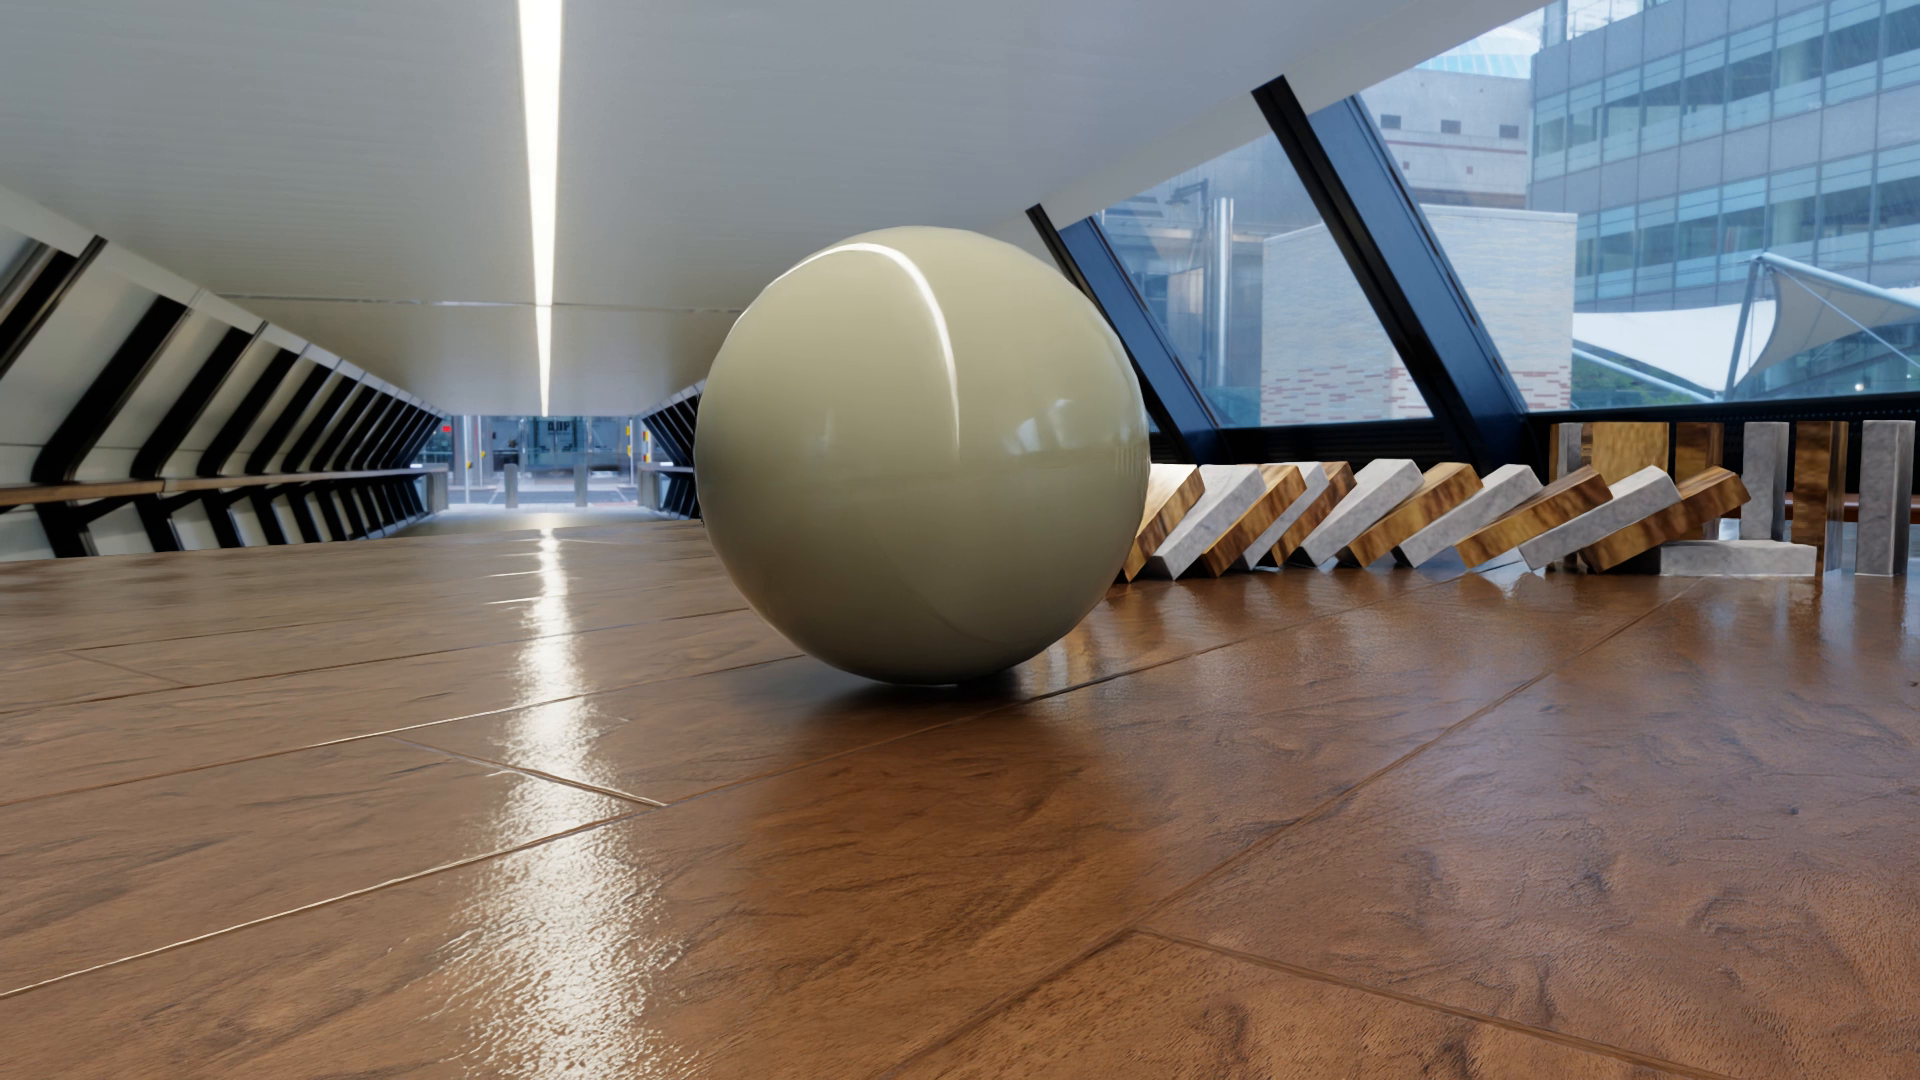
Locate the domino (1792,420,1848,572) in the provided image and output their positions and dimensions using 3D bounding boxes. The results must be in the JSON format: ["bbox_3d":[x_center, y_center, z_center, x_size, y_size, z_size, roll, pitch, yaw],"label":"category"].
[{"bbox_3d":[0.291,-0.015,0.435,0.025,0.050,0.009,-4,6,-44],"label":"domino"}]

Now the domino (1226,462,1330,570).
[{"bbox_3d":[0.102,-0.009,0.442,0.050,0.010,0.025,-42,24,-28],"label":"domino"}]

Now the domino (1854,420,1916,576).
[{"bbox_3d":[0.304,-0.014,0.421,0.025,0.050,0.009,-4,6,-43],"label":"domino"}]

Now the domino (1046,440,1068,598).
[{"bbox_3d":[0.018,-0.007,0.367,0.025,0.050,0.010,0,-38,6],"label":"domino"}]

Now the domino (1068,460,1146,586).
[{"bbox_3d":[0.039,-0.006,0.400,0.025,0.010,0.050,1,41,28],"label":"domino"}]

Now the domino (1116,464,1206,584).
[{"bbox_3d":[0.055,-0.006,0.412,0.025,0.010,0.050,4,40,44],"label":"domino"}]

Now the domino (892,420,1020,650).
[{"bbox_3d":[0.000,-0.002,0.274,0.025,0.050,0.009,0,-27,4],"label":"domino"}]

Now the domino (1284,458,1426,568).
[{"bbox_3d":[0.137,-0.010,0.453,0.050,0.010,0.025,-37,10,-7],"label":"domino"}]

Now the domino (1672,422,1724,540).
[{"bbox_3d":[0.265,-0.017,0.460,0.009,0.050,0.025,4,6,42],"label":"domino"}]

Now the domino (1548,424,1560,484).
[{"bbox_3d":[0.234,-0.018,0.478,0.009,0.050,0.025,-3,5,-33],"label":"domino"}]

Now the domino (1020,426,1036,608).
[{"bbox_3d":[0.007,-0.007,0.341,0.025,0.050,0.009,0,-29,6],"label":"domino"}]

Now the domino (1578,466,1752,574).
[{"bbox_3d":[0.230,-0.007,0.423,0.050,0.010,0.025,-30,0,19],"label":"domino"}]

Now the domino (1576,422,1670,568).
[{"bbox_3d":[0.229,-0.016,0.444,0.025,0.050,0.010,0,4,5],"label":"domino"}]

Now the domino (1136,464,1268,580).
[{"bbox_3d":[0.075,-0.007,0.419,0.050,0.009,0.025,-40,24,-25],"label":"domino"}]

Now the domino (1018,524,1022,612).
[{"bbox_3d":[0.003,-0.006,0.330,0.025,0.050,0.010,-1,-29,4],"label":"domino"}]

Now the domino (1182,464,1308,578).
[{"bbox_3d":[0.090,-0.007,0.427,0.050,0.009,0.025,-40,24,-25],"label":"domino"}]

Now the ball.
[{"bbox_3d":[-0.006,-0.015,0.227,0.080,0.080,0.080,0,4,0],"label":"ball"}]

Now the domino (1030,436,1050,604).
[{"bbox_3d":[0.012,-0.006,0.355,0.025,0.050,0.009,0,-35,6],"label":"domino"}]

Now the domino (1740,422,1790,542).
[{"bbox_3d":[0.282,-0.016,0.450,0.010,0.050,0.025,4,6,41],"label":"domino"}]

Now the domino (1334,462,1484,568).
[{"bbox_3d":[0.156,-0.009,0.451,0.050,0.009,0.025,-34,5,0],"label":"domino"}]

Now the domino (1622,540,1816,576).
[{"bbox_3d":[0.252,0.006,0.427,0.050,0.010,0.025,0,4,1],"label":"domino"}]

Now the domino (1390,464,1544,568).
[{"bbox_3d":[0.175,-0.009,0.447,0.050,0.009,0.025,-33,0,8],"label":"domino"}]

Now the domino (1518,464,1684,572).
[{"bbox_3d":[0.211,-0.007,0.429,0.050,0.010,0.025,-30,0,20],"label":"domino"}]

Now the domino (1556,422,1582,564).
[{"bbox_3d":[0.229,-0.017,0.460,0.025,0.050,0.009,1,4,7],"label":"domino"}]

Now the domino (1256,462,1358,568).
[{"bbox_3d":[0.115,-0.010,0.454,0.050,0.010,0.025,-41,23,-27],"label":"domino"}]

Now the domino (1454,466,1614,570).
[{"bbox_3d":[0.193,-0.008,0.436,0.050,0.009,0.025,-30,0,21],"label":"domino"}]

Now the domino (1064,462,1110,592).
[{"bbox_3d":[0.028,-0.005,0.385,0.025,0.010,0.050,1,40,19],"label":"domino"}]
